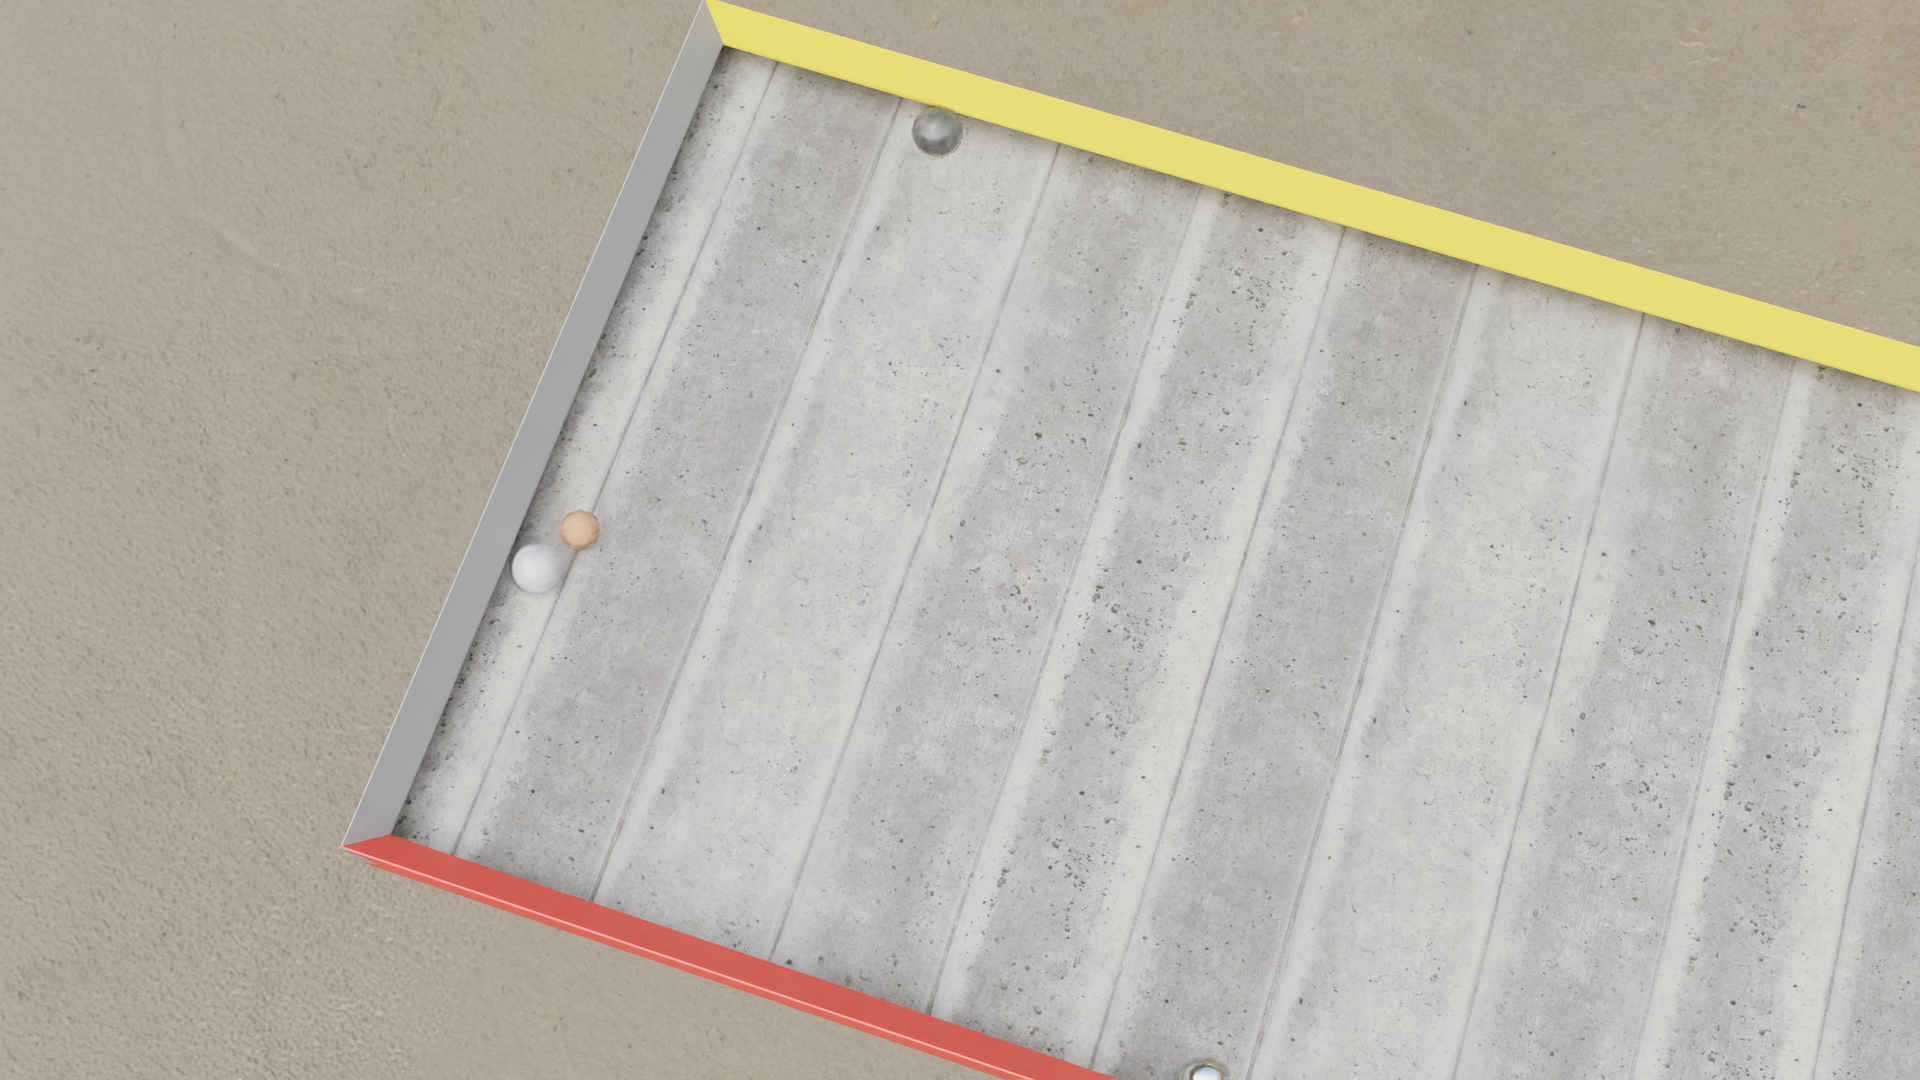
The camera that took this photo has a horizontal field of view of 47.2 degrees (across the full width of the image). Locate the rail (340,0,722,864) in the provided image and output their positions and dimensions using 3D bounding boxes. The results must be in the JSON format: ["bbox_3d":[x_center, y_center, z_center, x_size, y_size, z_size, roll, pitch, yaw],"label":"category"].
[{"bbox_3d":[-0.642,-0.206,3.477,0.045,0.107,1.509,17,72,6],"label":"rail"}]

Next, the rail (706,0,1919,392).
[{"bbox_3d":[0.893,-0.454,3.564,2.797,0.107,0.045,17,72,6],"label":"rail"}]

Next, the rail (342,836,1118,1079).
[{"bbox_3d":[0.435,0.857,3.106,2.797,0.107,0.045,17,72,6],"label":"rail"}]

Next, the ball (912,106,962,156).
[{"bbox_3d":[-0.039,-0.679,3.656,0.082,0.082,0.082,0,71,0],"label":"ball"}]

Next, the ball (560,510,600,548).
[{"bbox_3d":[-0.593,-0.017,3.436,0.061,0.061,0.061,0,71,0],"label":"ball"}]

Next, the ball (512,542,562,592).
[{"bbox_3d":[-0.655,0.043,3.406,0.077,0.077,0.077,0,71,0],"label":"ball"}]

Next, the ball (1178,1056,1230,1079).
[{"bbox_3d":[0.351,0.779,3.151,0.075,0.075,0.075,0,71,0],"label":"ball"}]
